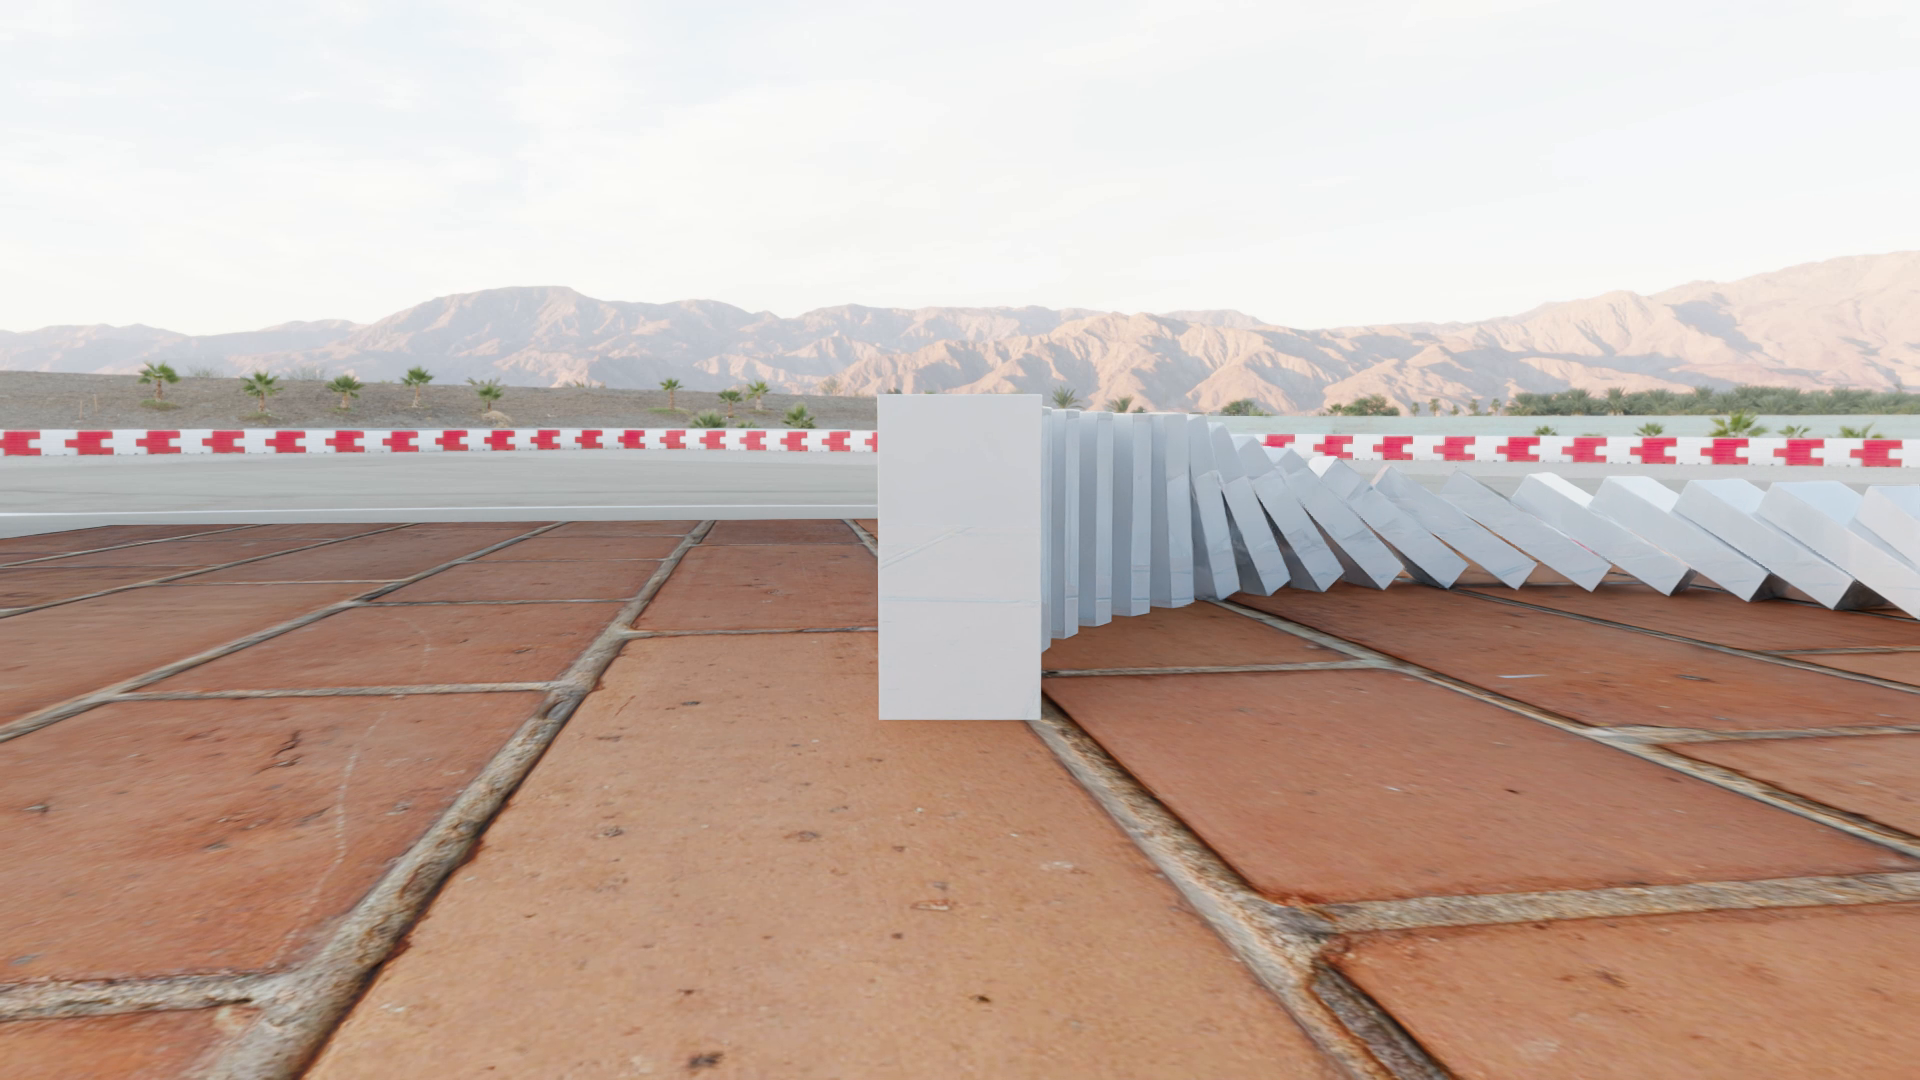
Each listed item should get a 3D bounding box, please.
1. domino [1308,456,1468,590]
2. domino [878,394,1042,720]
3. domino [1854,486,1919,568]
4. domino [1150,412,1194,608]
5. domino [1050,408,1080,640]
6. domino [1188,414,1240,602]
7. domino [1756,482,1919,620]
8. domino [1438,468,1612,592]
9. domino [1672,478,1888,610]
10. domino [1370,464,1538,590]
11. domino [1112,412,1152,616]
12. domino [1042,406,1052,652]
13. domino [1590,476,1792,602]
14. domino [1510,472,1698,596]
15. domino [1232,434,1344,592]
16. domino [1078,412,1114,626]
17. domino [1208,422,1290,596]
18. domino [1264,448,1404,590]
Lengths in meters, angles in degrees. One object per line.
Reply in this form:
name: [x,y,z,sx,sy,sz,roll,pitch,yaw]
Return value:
domino: [0.126,-0.006,0.386,0.050,0.009,0.025,39,3,-3]
domino: [0.000,0.002,0.201,0.025,0.050,0.010,0,4,0]
domino: [0.247,0.003,0.311,0.025,0.009,0.050,0,32,-6]
domino: [0.048,-0.008,0.341,0.009,0.050,0.025,-10,10,-41]
domino: [0.013,-0.004,0.287,0.025,0.050,0.010,2,5,23]
domino: [0.060,-0.009,0.352,0.010,0.050,0.025,-24,18,-34]
domino: [0.237,0.002,0.332,0.025,0.010,0.050,-2,33,-20]
domino: [0.169,-0.004,0.385,0.050,0.009,0.025,36,17,17]
domino: [0.225,0.000,0.350,0.025,0.010,0.050,-2,34,-28]
domino: [0.148,-0.005,0.388,0.050,0.009,0.025,36,12,10]
domino: [0.035,-0.007,0.325,0.025,0.050,0.009,3,5,36]
domino: [0.006,-0.002,0.266,0.025,0.050,0.009,1,4,16]
domino: [0.210,-0.001,0.366,0.025,0.009,0.050,-3,35,-38]
domino: [0.191,-0.003,0.379,0.050,0.010,0.025,39,27,31]
domino: [0.088,-0.008,0.373,0.010,0.050,0.025,-41,16,-13]
domino: [0.023,-0.005,0.307,0.025,0.050,0.010,2,5,29]
domino: [0.073,-0.009,0.363,0.009,0.050,0.025,-34,18,-22]
domino: [0.106,-0.007,0.381,0.050,0.009,0.025,44,-4,-10]
